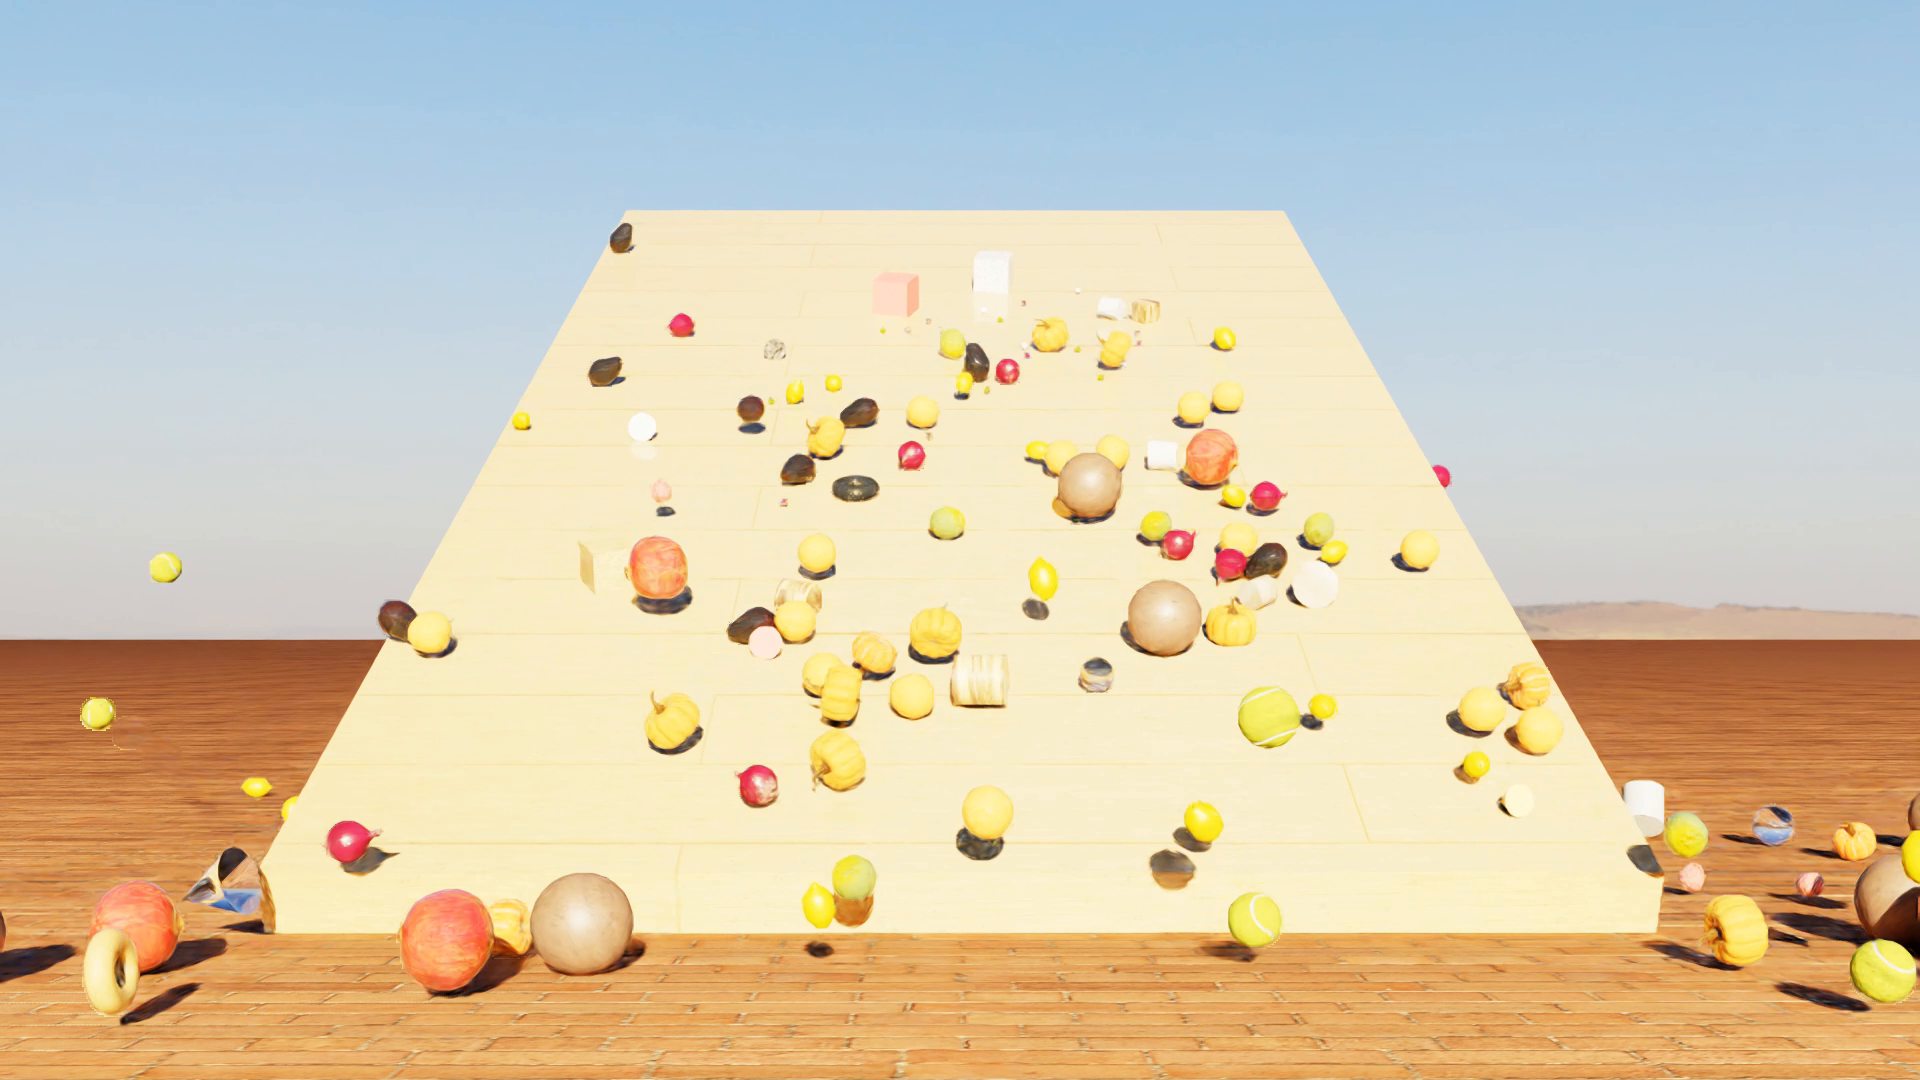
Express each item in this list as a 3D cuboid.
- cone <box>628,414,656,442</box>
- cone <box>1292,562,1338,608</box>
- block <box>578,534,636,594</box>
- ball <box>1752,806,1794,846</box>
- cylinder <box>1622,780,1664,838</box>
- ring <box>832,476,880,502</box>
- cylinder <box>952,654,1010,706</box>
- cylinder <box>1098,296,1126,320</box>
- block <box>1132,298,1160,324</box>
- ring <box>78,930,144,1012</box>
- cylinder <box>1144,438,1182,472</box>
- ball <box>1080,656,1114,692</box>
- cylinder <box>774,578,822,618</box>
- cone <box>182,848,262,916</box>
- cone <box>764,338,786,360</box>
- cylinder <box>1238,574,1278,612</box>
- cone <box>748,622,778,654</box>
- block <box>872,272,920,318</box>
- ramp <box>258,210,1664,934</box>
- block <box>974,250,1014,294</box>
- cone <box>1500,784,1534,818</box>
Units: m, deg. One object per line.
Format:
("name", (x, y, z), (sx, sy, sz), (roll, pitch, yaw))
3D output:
("cone", (-0.687, -0.243, 5.016), (0.062, 0.062, 0.062), (0, -5, 8))
("cone", (0.634, 0.085, 4.181), (0.087, 0.087, 0.087), (0, -6, -11))
("block", (-0.650, 0.044, 4.224), (0.079, 0.079, 0.079), (-11, 24, -26))
("ball", (1.649, 0.579, 4.645), (0.081, 0.081, 0.081), (0, -2, 0))
("cylinder", (1.441, 0.566, 4.832), (0.087, 0.087, 0.087), (9, -37, 7))
("ring", (-0.213, -0.105, 4.666), (0.098, 0.033, 0.098), (0, 20, 0))
("cylinder", (0.034, 0.228, 3.746), (0.083, 0.083, 0.083), (0, -2, 8))
("cylinder", (0.390, -0.592, 5.865), (0.055, 0.055, 0.055), (-6, -5, 34))
("block", (0.474, -0.584, 5.850), (0.051, 0.051, 0.051), (-20, 29, -41))
("ring", (-0.921, 0.468, 2.486), (0.031, 0.094, 0.094), (-21, -6, 10))
("cylinder", (0.426, -0.178, 4.812), (0.060, 0.060, 0.060), (-22, -10, 19))
("ball", (0.228, 0.223, 3.804), (0.058, 0.058, 0.058), (0, -2, 0))
("cylinder", (-0.289, 0.105, 4.091), (0.063, 0.063, 0.063), (-10, -7, 28))
("cone", (-1.036, 0.484, 3.167), (0.096, 0.096, 0.096), (-18, -7, 14))
("cone", (-0.449, -0.458, 5.564), (0.053, 0.053, 0.053), (0, -5, -5))
("cylinder", (0.539, 0.095, 4.134), (0.052, 0.052, 0.052), (-2, 25, 39))
("cone", (-0.328, 0.179, 3.956), (0.058, 0.058, 0.058), (-1, -24, 22))
("block", (-0.165, -0.633, 5.913), (0.094, 0.094, 0.094), (7, 23, 17))
("ramp", (-0.006, -0.219, 5.132), (2.000, 0.100, 4.000), (0, 22, 0))
("block", (0.091, -0.715, 6.123), (0.093, 0.093, 0.093), (4, 22, 10))
("cone", (0.823, 0.391, 3.432), (0.050, 0.050, 0.050), (1, -7, -22))
